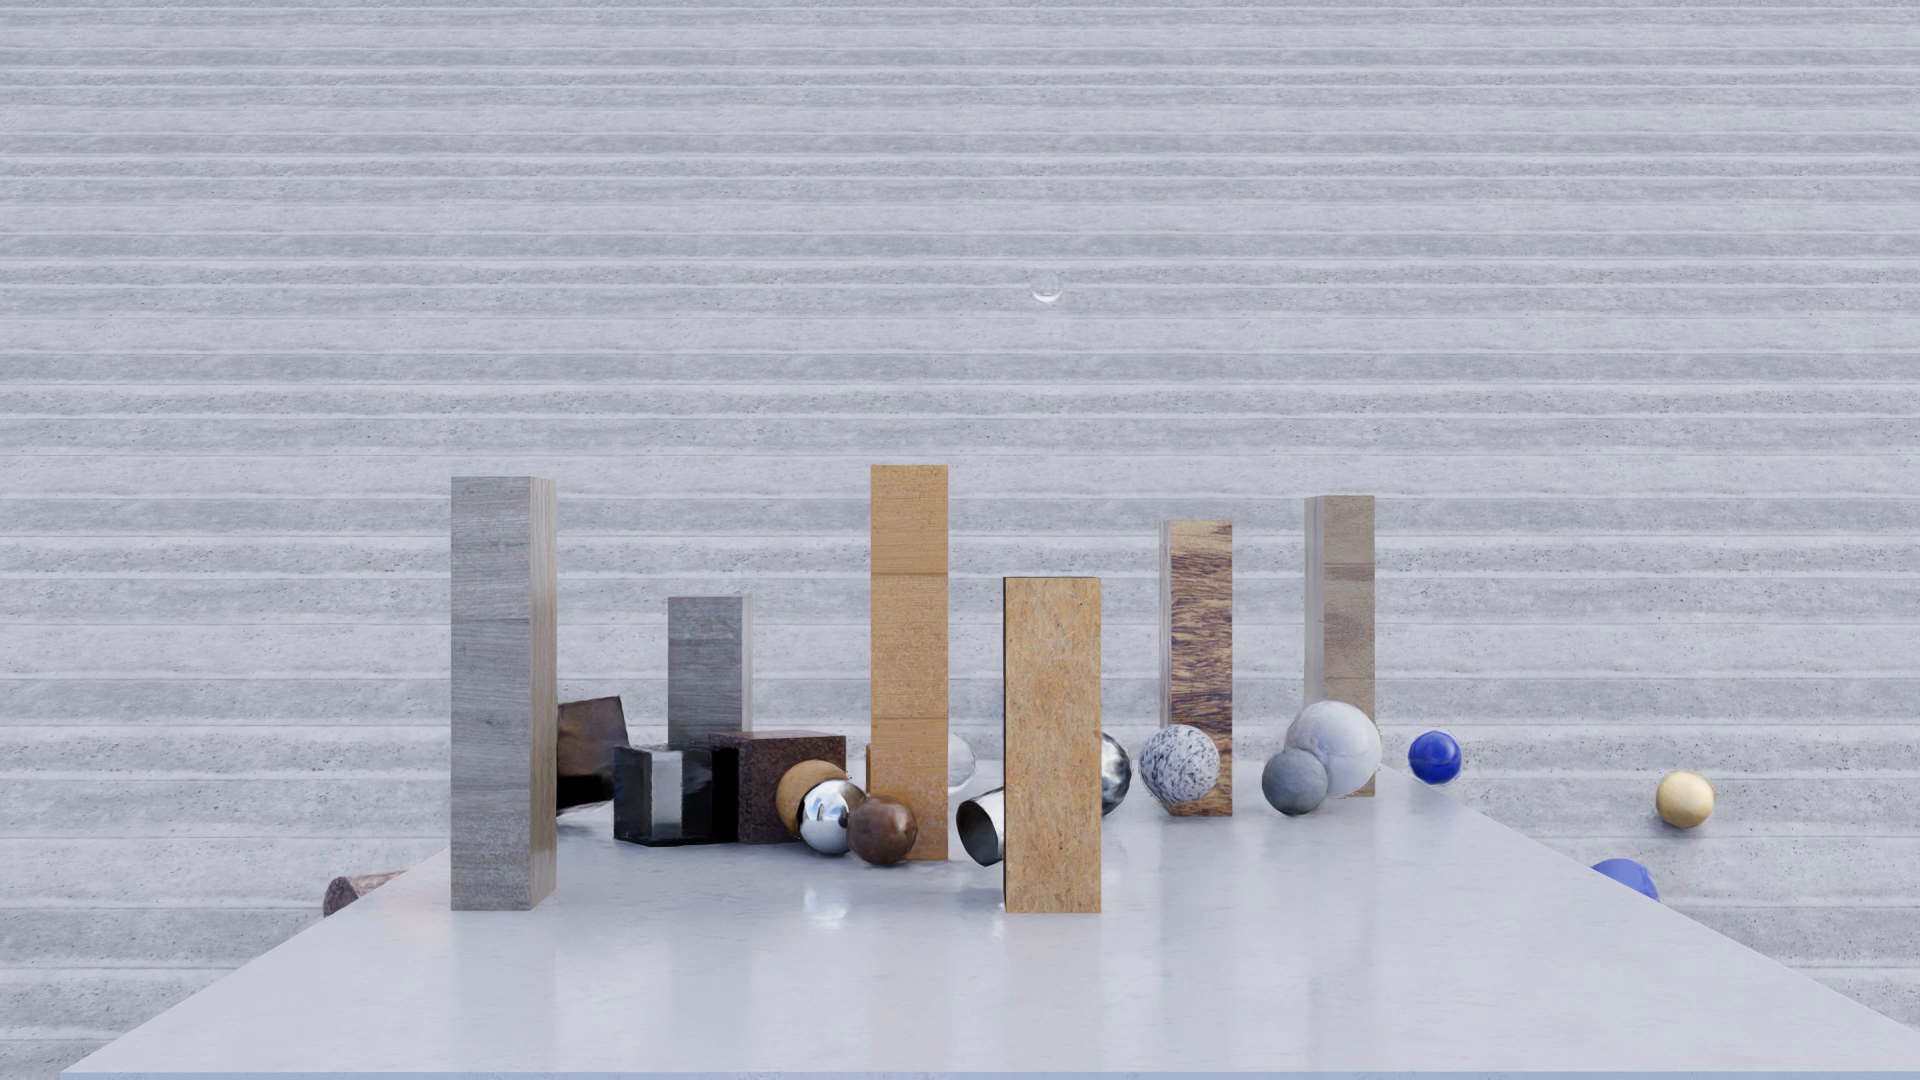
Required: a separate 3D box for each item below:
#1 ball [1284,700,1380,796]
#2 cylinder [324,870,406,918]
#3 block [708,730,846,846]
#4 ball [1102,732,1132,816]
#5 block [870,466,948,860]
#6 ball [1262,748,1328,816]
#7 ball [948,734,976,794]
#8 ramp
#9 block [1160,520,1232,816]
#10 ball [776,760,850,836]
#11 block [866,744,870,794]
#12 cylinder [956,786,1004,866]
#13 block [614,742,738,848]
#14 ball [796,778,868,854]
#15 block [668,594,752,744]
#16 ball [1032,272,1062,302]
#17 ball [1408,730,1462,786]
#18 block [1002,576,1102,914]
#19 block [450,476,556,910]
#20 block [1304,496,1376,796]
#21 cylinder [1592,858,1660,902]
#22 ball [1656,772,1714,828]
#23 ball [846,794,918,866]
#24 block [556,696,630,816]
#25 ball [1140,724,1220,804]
[{"bbox_3d":[0.777,0.436,5.409,0.201,0.201,0.201,0,31,0],"label":"ball"},{"bbox_3d":[-1.350,0.860,5.992,0.176,0.176,0.176,-1,24,-42],"label":"cylinder"},{"bbox_3d":[-0.344,0.462,4.870,0.194,0.194,0.194,0,0,-30],"label":"block"},{"bbox_3d":[0.252,0.469,5.189,0.183,0.183,0.183,0,31,0],"label":"ball"},{"bbox_3d":[-0.088,0.214,4.656,0.134,0.688,0.315,0,0,0],"label":"block"},{"bbox_3d":[0.682,0.493,5.273,0.135,0.135,0.135,0,31,0],"label":"ball"},{"bbox_3d":[-0.032,0.496,5.736,0.134,0.134,0.134,0,31,0],"label":"ball"},{"bbox_3d":[0.068,0.608,4.676,2.000,0.100,4.000,0,0,0],"label":"ramp"},{"bbox_3d":[0.490,0.261,5.406,0.124,0.601,0.317,0,0,0],"label":"block"},{"bbox_3d":[-0.265,0.472,4.722,0.143,0.143,0.143,0,31,0],"label":"ball"},{"bbox_3d":[-0.147,0.509,5.790,0.107,0.107,0.107,0,0,12],"label":"block"},{"bbox_3d":[0.076,0.484,4.440,0.118,0.118,0.118,-17,34,-34],"label":"cylinder"},{"bbox_3d":[-0.530,0.473,4.820,0.172,0.172,0.172,0,0,-31],"label":"block"},{"bbox_3d":[-0.222,0.491,4.591,0.135,0.135,0.135,0,31,0],"label":"ball"},{"bbox_3d":[-0.488,0.335,5.074,0.141,0.451,0.259,0,0,0],"label":"block"},{"bbox_3d":[0.309,-0.902,9.213,0.109,0.109,0.109,0,31,0],"label":"ball"},{"bbox_3d":[1.141,0.524,6.222,0.130,0.130,0.130,0,31,0],"label":"ball"},{"bbox_3d":[0.139,0.306,3.977,0.141,0.498,0.261,0,0,0],"label":"block"},{"bbox_3d":[-0.703,0.230,4.006,0.119,0.650,0.259,0,0,0],"label":"block"},{"bbox_3d":[0.853,0.233,5.833,0.112,0.660,0.312,0,0,0],"label":"block"},{"bbox_3d":[1.537,0.864,6.012,0.180,0.180,0.180,2,25,4],"label":"cylinder"},{"bbox_3d":[1.834,0.657,6.551,0.144,0.144,0.144,0,31,0],"label":"ball"},{"bbox_3d":[-0.134,0.497,4.437,0.120,0.120,0.120,0,31,0],"label":"ball"},{"bbox_3d":[-0.781,0.432,5.077,0.199,0.199,0.199,-6,-10,-37],"label":"block"},{"bbox_3d":[0.440,0.448,5.167,0.160,0.160,0.160,0,31,0],"label":"ball"}]
